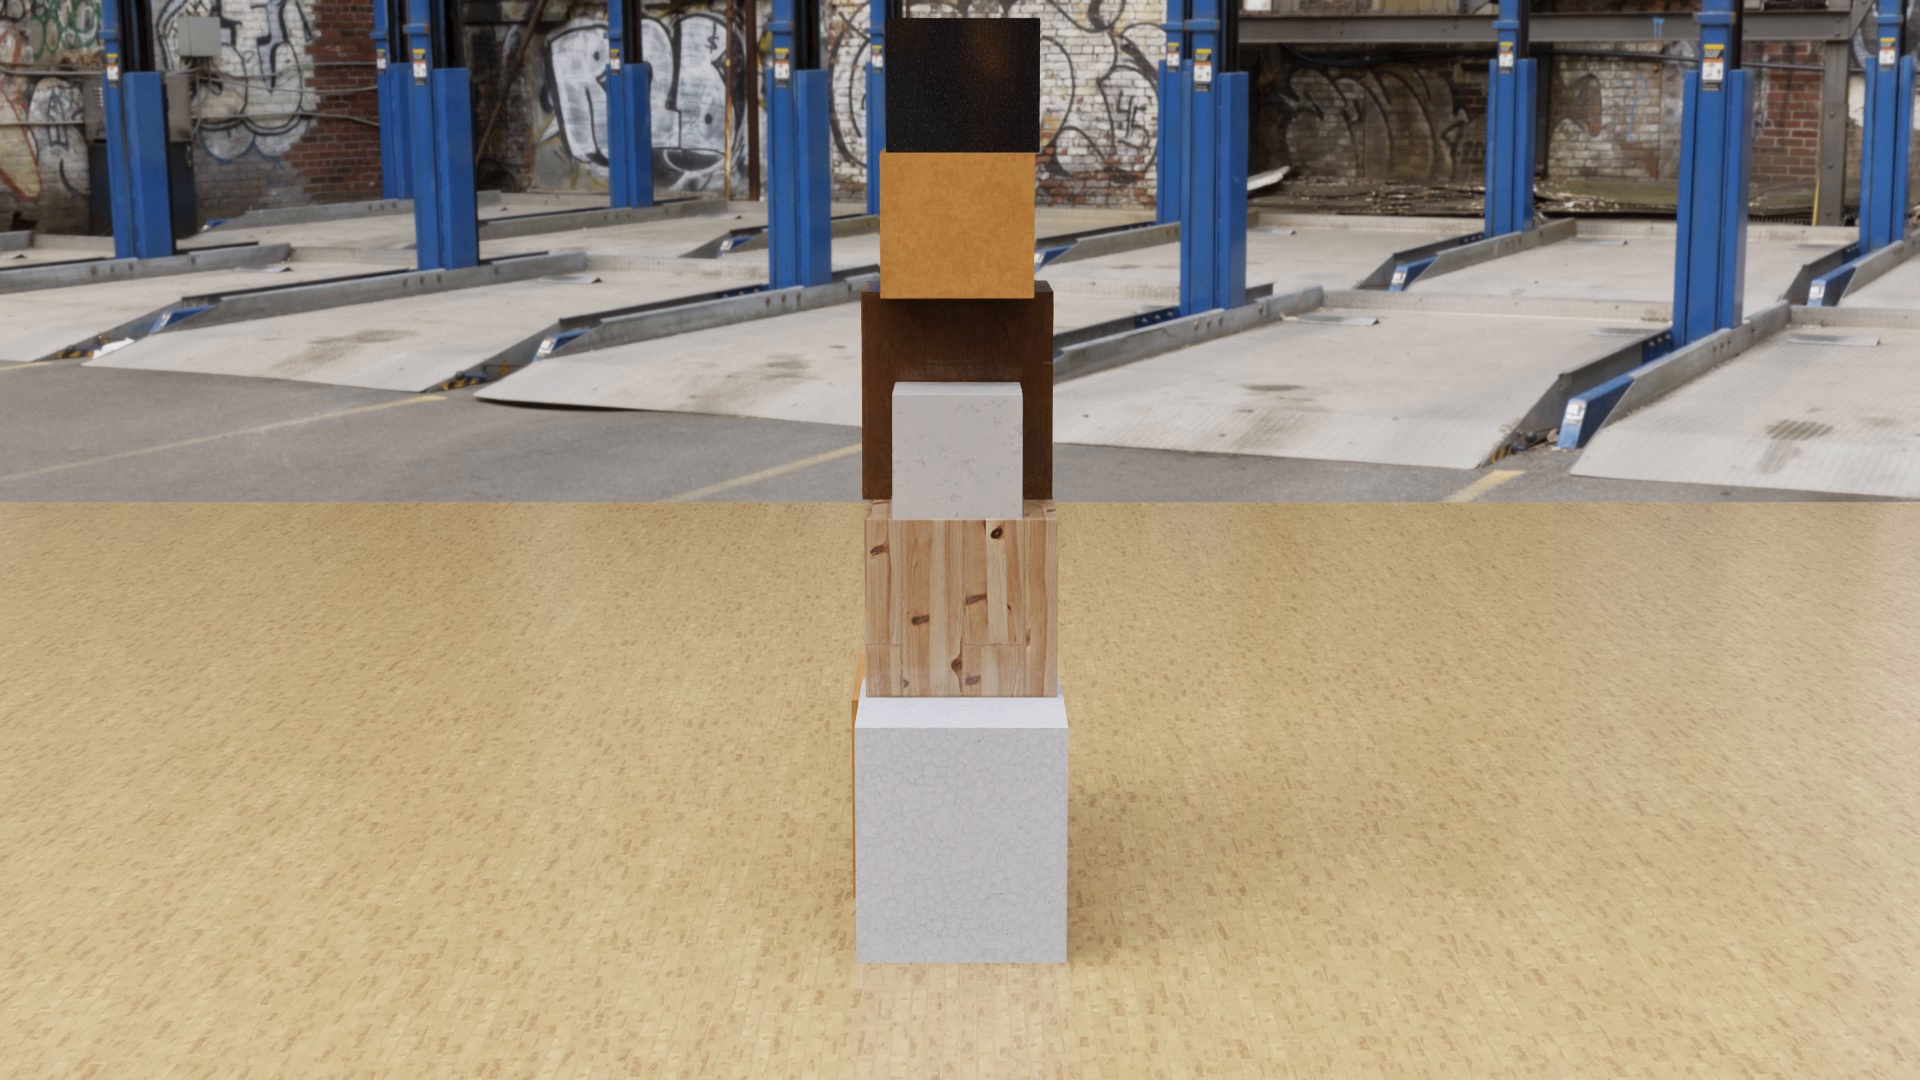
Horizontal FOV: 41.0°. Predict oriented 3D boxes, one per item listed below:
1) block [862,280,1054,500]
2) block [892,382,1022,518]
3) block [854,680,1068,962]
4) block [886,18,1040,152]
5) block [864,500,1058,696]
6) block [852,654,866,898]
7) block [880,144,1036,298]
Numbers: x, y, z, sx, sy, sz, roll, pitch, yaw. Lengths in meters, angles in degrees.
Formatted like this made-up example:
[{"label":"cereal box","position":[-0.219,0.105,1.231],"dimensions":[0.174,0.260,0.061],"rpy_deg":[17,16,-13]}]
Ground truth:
[{"label":"block","position":[-0.011,-0.677,11.370],"dimensions":[0.817,0.892,0.794],"rpy_deg":[0,9,0]},{"label":"block","position":[-0.010,-0.380,10.728],"dimensions":[0.530,0.508,0.553],"rpy_deg":[0,9,0]},{"label":"block","position":[0.006,1.142,10.578],"dimensions":[0.841,0.969,0.813],"rpy_deg":[0,10,0]},{"label":"block","position":[0.011,-1.929,10.848],"dimensions":[0.635,0.546,0.619],"rpy_deg":[0,11,0]},{"label":"block","position":[0.006,0.224,10.879],"dimensions":[0.791,0.732,0.731],"rpy_deg":[0,9,0]},{"label":"block","position":[-0.017,1.033,11.435],"dimensions":[0.890,0.877,0.893],"rpy_deg":[0,10,0]},{"label":"block","position":[-0.011,-1.369,10.960],"dimensions":[0.639,0.597,0.753],"rpy_deg":[0,11,0]}]
